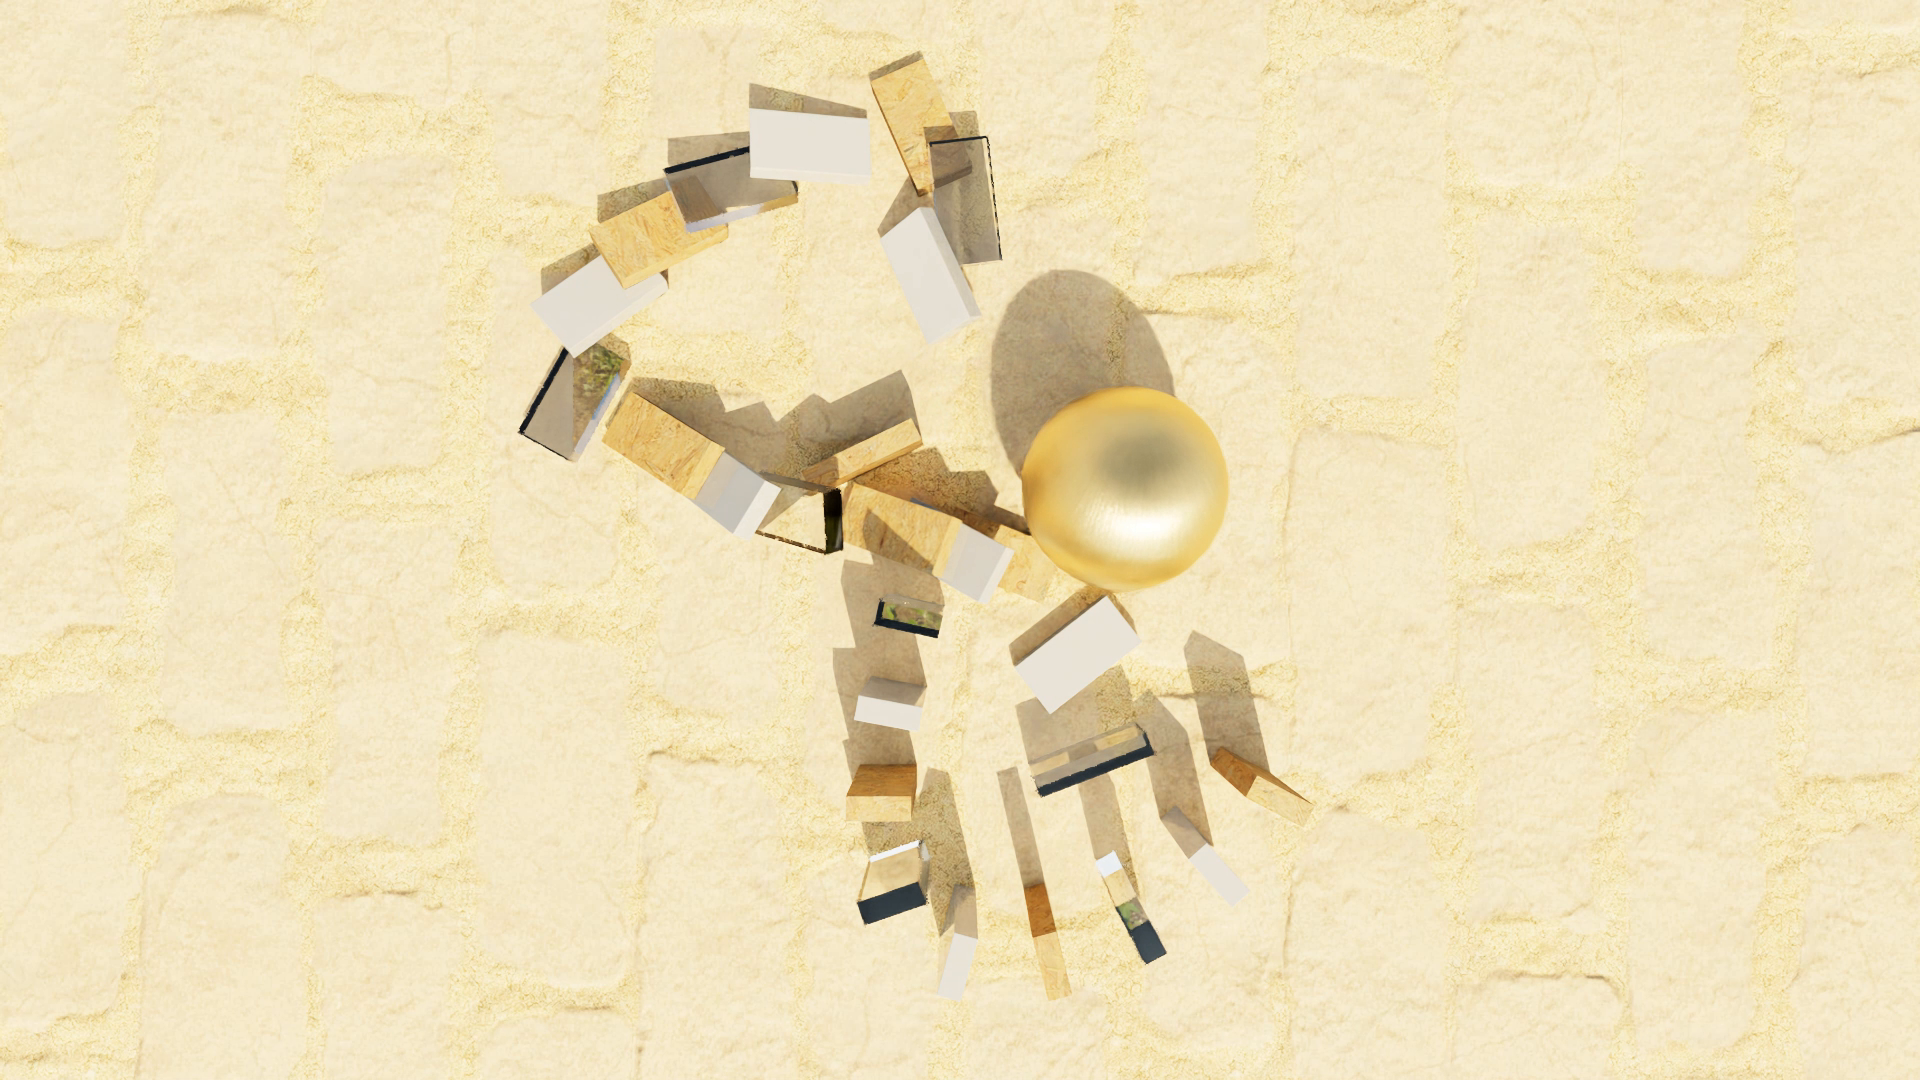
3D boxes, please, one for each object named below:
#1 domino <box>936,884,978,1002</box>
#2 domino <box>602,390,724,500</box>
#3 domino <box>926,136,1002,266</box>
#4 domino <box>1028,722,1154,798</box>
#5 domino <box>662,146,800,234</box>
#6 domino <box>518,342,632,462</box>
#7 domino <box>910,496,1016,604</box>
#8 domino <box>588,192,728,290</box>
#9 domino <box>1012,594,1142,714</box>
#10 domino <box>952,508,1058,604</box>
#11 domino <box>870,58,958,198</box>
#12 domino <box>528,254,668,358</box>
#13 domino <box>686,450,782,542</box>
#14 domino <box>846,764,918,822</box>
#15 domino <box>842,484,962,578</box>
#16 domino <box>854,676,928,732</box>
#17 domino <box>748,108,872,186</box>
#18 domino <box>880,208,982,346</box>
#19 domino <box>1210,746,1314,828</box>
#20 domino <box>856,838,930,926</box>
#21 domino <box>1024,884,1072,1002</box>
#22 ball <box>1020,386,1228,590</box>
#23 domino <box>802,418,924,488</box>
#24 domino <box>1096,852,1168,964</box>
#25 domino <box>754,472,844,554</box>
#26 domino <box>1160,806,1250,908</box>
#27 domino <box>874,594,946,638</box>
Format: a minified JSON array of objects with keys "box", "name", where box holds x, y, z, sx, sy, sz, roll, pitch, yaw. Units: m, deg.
[{"box":[-0.001,0.163,0.375,0.010,0.050,0.025,16,90,0],"name":"domino"},{"box":[-0.126,-0.040,0.386,0.050,0.010,0.025,31,90,22],"name":"domino"},{"box":[0.002,-0.143,0.389,0.025,0.009,0.050,-8,102,-4],"name":"domino"},{"box":[0.055,0.092,0.388,0.050,0.025,0.010,-21,90,0],"name":"domino"},{"box":[-0.097,-0.150,0.389,0.050,0.010,0.025,-22,90,-16],"name":"domino"},{"box":[-0.166,-0.062,0.395,0.025,0.009,0.050,29,90,0],"name":"domino"},{"box":[-0.005,0.004,0.383,0.050,0.010,0.025,29,93,27],"name":"domino"},{"box":[-0.127,-0.130,0.389,0.050,0.009,0.025,-33,90,-16],"name":"domino"},{"box":[0.050,0.049,0.395,0.050,0.009,0.025,-38,90,0],"name":"domino"},{"box":[0.017,0.007,0.395,0.050,0.010,0.025,22,90,0],"name":"domino"},{"box":[-0.017,-0.177,0.395,0.025,0.009,0.050,-24,90,0],"name":"domino"},{"box":[-0.153,-0.103,0.389,0.050,0.010,0.025,-42,90,-14],"name":"domino"},{"box":[-0.098,-0.022,0.382,0.050,0.010,0.025,32,91,35],"name":"domino"},{"box":[-0.031,0.103,0.375,0.025,0.050,0.010,0,90,0],"name":"domino"},{"box":[-0.026,-0.004,0.384,0.050,0.009,0.025,20,89,27],"name":"domino"},{"box":[-0.027,0.066,0.375,0.025,0.050,0.010,11,90,0],"name":"domino"},{"box":[-0.064,-0.166,0.388,0.050,0.010,0.025,-2,87,-15],"name":"domino"},{"box":[-0.013,-0.111,0.389,0.025,0.010,0.050,-25,90,38],"name":"domino"},{"box":[0.122,0.100,0.375,0.025,0.050,0.009,28,90,0],"name":"domino"},{"box":[-0.026,0.139,0.375,0.025,0.050,0.010,-19,90,0],"name":"domino"},{"box":[0.035,0.163,0.375,0.009,0.050,0.025,-14,90,0],"name":"domino"},{"box":[0.064,-0.020,0.360,0.080,0.080,0.080,0,90,0],"name":"ball"},{"box":[-0.040,-0.035,0.388,0.050,0.025,0.009,-26,90,0],"name":"domino"},{"box":[0.069,0.149,0.375,0.010,0.050,0.025,-28,90,0],"name":"domino"},{"box":[-0.069,-0.012,0.377,0.050,0.009,0.025,14,112,40],"name":"domino"},{"box":[0.099,0.128,0.375,0.009,0.050,0.025,-42,90,0],"name":"domino"},{"box":[-0.020,0.030,0.375,0.025,0.050,0.009,13,90,0],"name":"domino"}]
